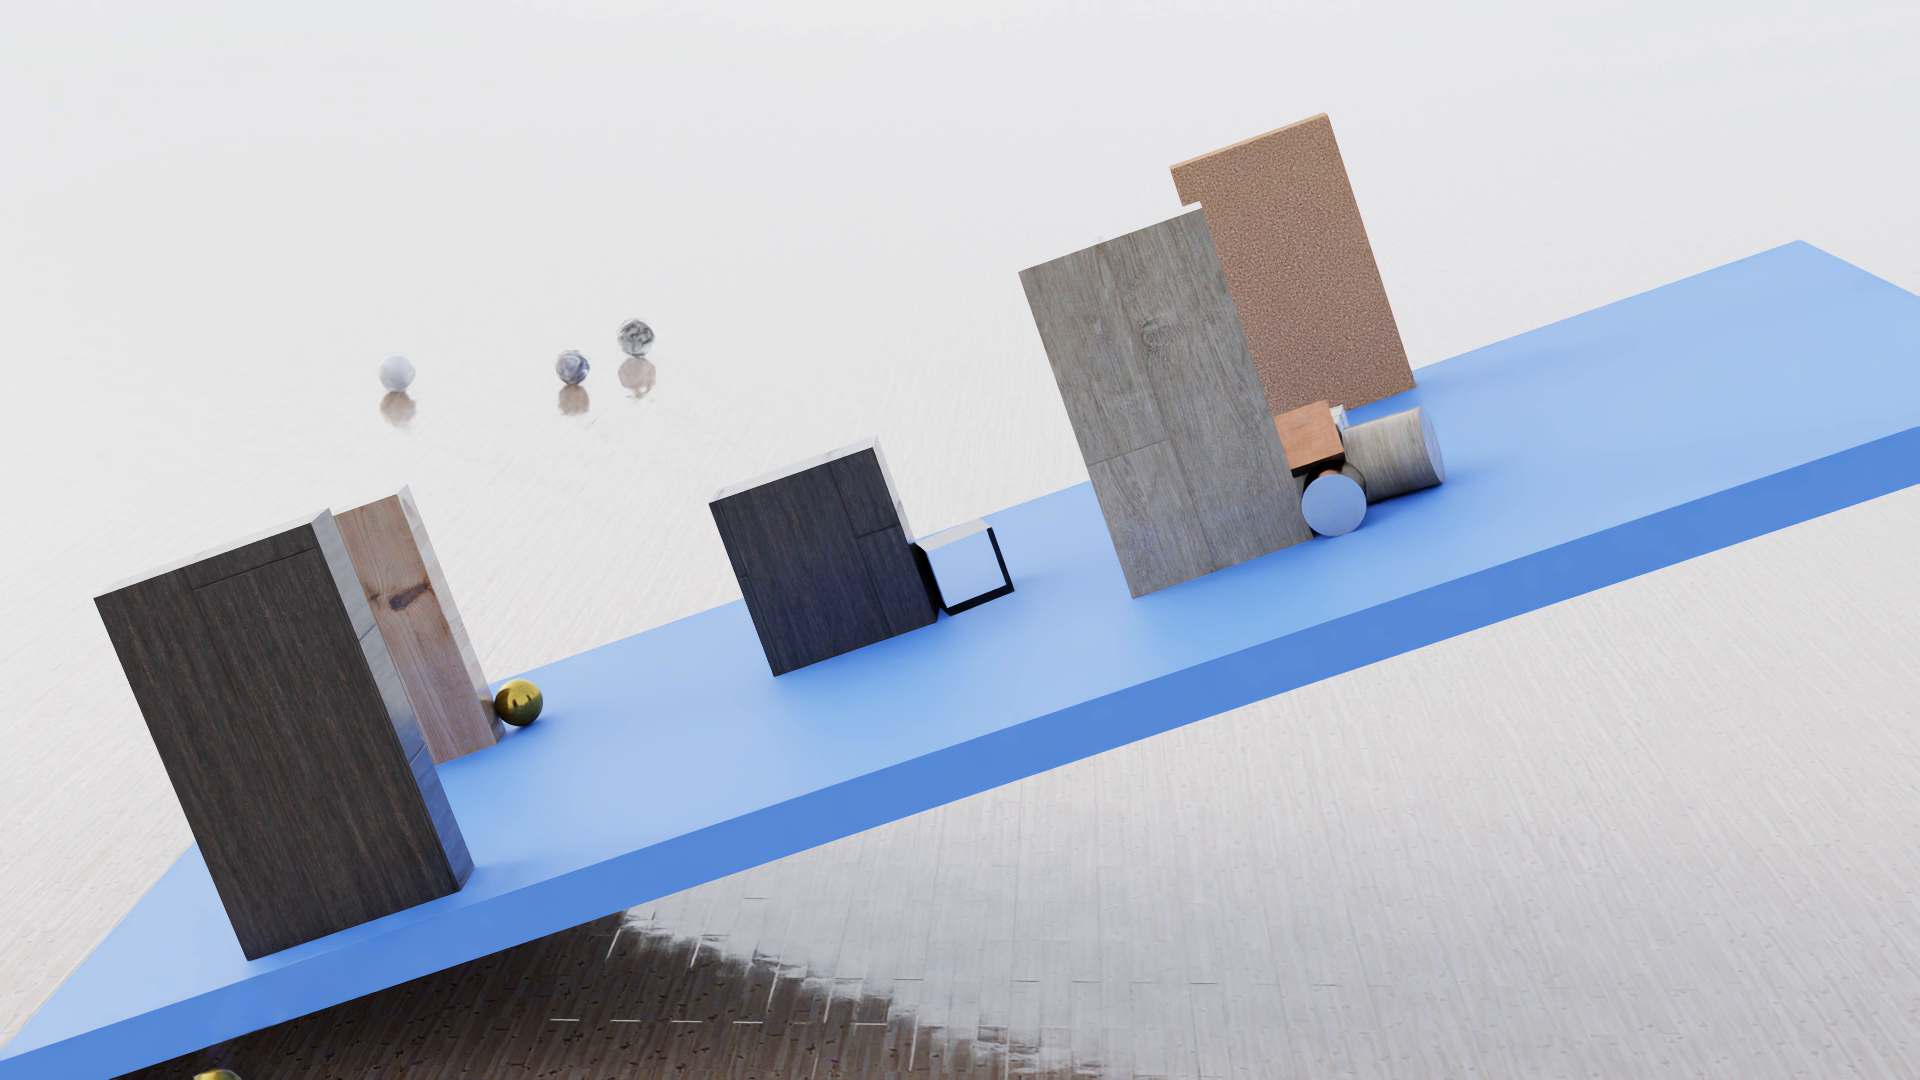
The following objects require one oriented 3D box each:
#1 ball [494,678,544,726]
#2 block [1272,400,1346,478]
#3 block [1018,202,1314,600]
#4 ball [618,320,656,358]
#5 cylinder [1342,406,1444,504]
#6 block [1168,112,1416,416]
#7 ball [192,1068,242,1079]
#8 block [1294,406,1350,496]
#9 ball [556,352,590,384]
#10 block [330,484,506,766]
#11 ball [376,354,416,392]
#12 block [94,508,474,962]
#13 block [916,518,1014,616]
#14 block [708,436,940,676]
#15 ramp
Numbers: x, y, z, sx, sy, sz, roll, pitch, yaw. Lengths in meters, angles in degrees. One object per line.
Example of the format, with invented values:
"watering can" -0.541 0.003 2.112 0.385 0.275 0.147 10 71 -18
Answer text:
"ball" -1.016 0.374 6.775 0.111 0.111 0.111 0 12 0
"block" 0.706 -0.204 5.948 0.113 0.113 0.113 -19 -11 6
"block" 0.412 -0.278 5.885 0.381 0.700 0.121 -19 11 6
"ball" -1.595 -0.994 14.497 0.185 0.185 0.185 0 12 0
"cylinder" 0.880 -0.172 5.968 0.162 0.162 0.162 -16 7 19
"block" 0.786 -0.621 6.946 0.385 0.678 0.089 -19 11 6
"ball" -1.367 1.029 5.404 0.116 0.116 0.116 0 12 0
"block" 0.735 -0.157 6.119 0.172 0.172 0.172 -17 11 15
"ball" -1.804 -0.800 13.691 0.154 0.154 0.154 0 12 0
"block" -1.285 0.213 6.701 0.278 0.616 0.113 -19 11 6
"ball" -2.588 -0.769 13.500 0.174 0.174 0.174 0 12 0
"block" -1.271 0.370 5.564 0.439 0.753 0.138 -19 11 6
"block" 0.010 0.058 6.402 0.151 0.151 0.151 -21 11 -7
"block" -0.292 0.035 6.374 0.375 0.407 0.137 -19 11 6
"ramp" 0.111 0.178 6.301 4.000 0.100 2.000 -19 11 6
